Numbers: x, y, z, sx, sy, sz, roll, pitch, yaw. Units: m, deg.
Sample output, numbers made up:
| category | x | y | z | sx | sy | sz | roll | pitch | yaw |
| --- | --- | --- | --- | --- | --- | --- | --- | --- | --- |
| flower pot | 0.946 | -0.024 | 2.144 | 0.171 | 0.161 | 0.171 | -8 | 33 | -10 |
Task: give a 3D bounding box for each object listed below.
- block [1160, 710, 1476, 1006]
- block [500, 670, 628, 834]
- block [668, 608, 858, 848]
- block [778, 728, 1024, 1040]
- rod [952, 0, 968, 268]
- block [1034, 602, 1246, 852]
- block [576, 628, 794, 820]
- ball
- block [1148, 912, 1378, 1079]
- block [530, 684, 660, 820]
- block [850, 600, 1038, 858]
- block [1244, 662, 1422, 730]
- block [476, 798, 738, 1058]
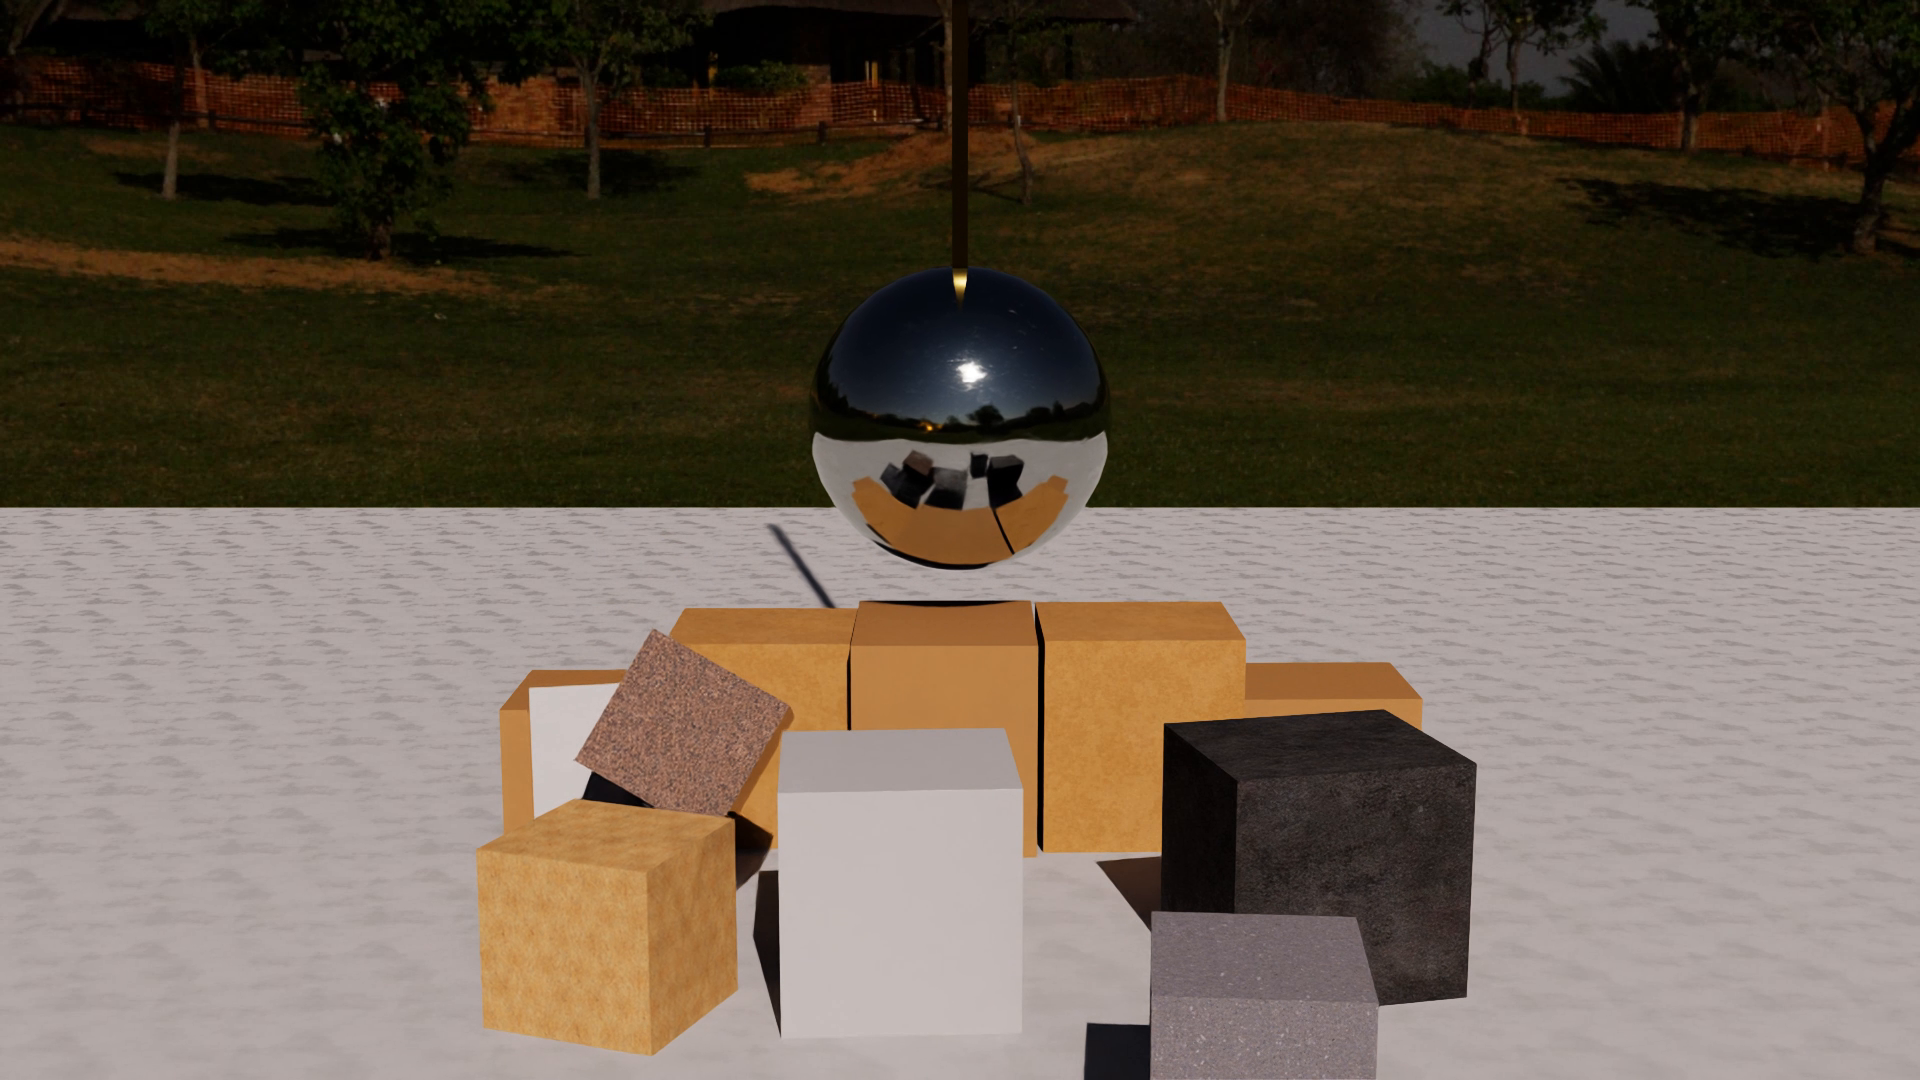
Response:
| category | x | y | z | sx | sy | sz | roll | pitch | yaw |
| --- | --- | --- | --- | --- | --- | --- | --- | --- | --- |
| block | 1.494 | 1.348 | 9.341 | 1.035 | 1.006 | 0.894 | -3 | 11 | -14 |
| block | -1.878 | 1.122 | 11.373 | 0.808 | 0.723 | 0.847 | 0 | 10 | 0 |
| block | -1.004 | 0.956 | 11.365 | 0.921 | 1.053 | 0.848 | 0 | 10 | 0 |
| block | -0.258 | 1.392 | 9.086 | 0.956 | 1.010 | 0.907 | -1 | 10 | -3 |
| rod | 0.000 | -3.926 | 10.670 | 0.080 | 5.200 | 0.080 | 0 | 15 | 0 |
| block | 0.902 | 0.944 | 11.344 | 0.990 | 1.083 | 0.925 | 0 | 10 | -1 |
| block | -1.181 | 0.861 | 9.556 | 0.668 | 0.643 | 0.626 | 29 | -9 | 2 |
| ball | 0.000 | -0.638 | 11.534 | 1.600 | 1.600 | 1.600 | 0 | 10 | 0 |
| block | 1.008 | 1.791 | 7.495 | 0.721 | 0.795 | 0.792 | 1 | 10 | 5 |
| block | -1.551 | 1.161 | 10.194 | 0.845 | 0.795 | 0.739 | -2 | -22 | -12 |
| block | -0.078 | 0.950 | 11.335 | 0.915 | 1.076 | 1.070 | 0 | 10 | 0 |
| block | 1.849 | 1.099 | 11.375 | 0.890 | 0.768 | 0.782 | 0 | 10 | -1 |
| block | -1.419 | 1.552 | 8.937 | 0.765 | 0.748 | 0.731 | 4 | 11 | 21 |
